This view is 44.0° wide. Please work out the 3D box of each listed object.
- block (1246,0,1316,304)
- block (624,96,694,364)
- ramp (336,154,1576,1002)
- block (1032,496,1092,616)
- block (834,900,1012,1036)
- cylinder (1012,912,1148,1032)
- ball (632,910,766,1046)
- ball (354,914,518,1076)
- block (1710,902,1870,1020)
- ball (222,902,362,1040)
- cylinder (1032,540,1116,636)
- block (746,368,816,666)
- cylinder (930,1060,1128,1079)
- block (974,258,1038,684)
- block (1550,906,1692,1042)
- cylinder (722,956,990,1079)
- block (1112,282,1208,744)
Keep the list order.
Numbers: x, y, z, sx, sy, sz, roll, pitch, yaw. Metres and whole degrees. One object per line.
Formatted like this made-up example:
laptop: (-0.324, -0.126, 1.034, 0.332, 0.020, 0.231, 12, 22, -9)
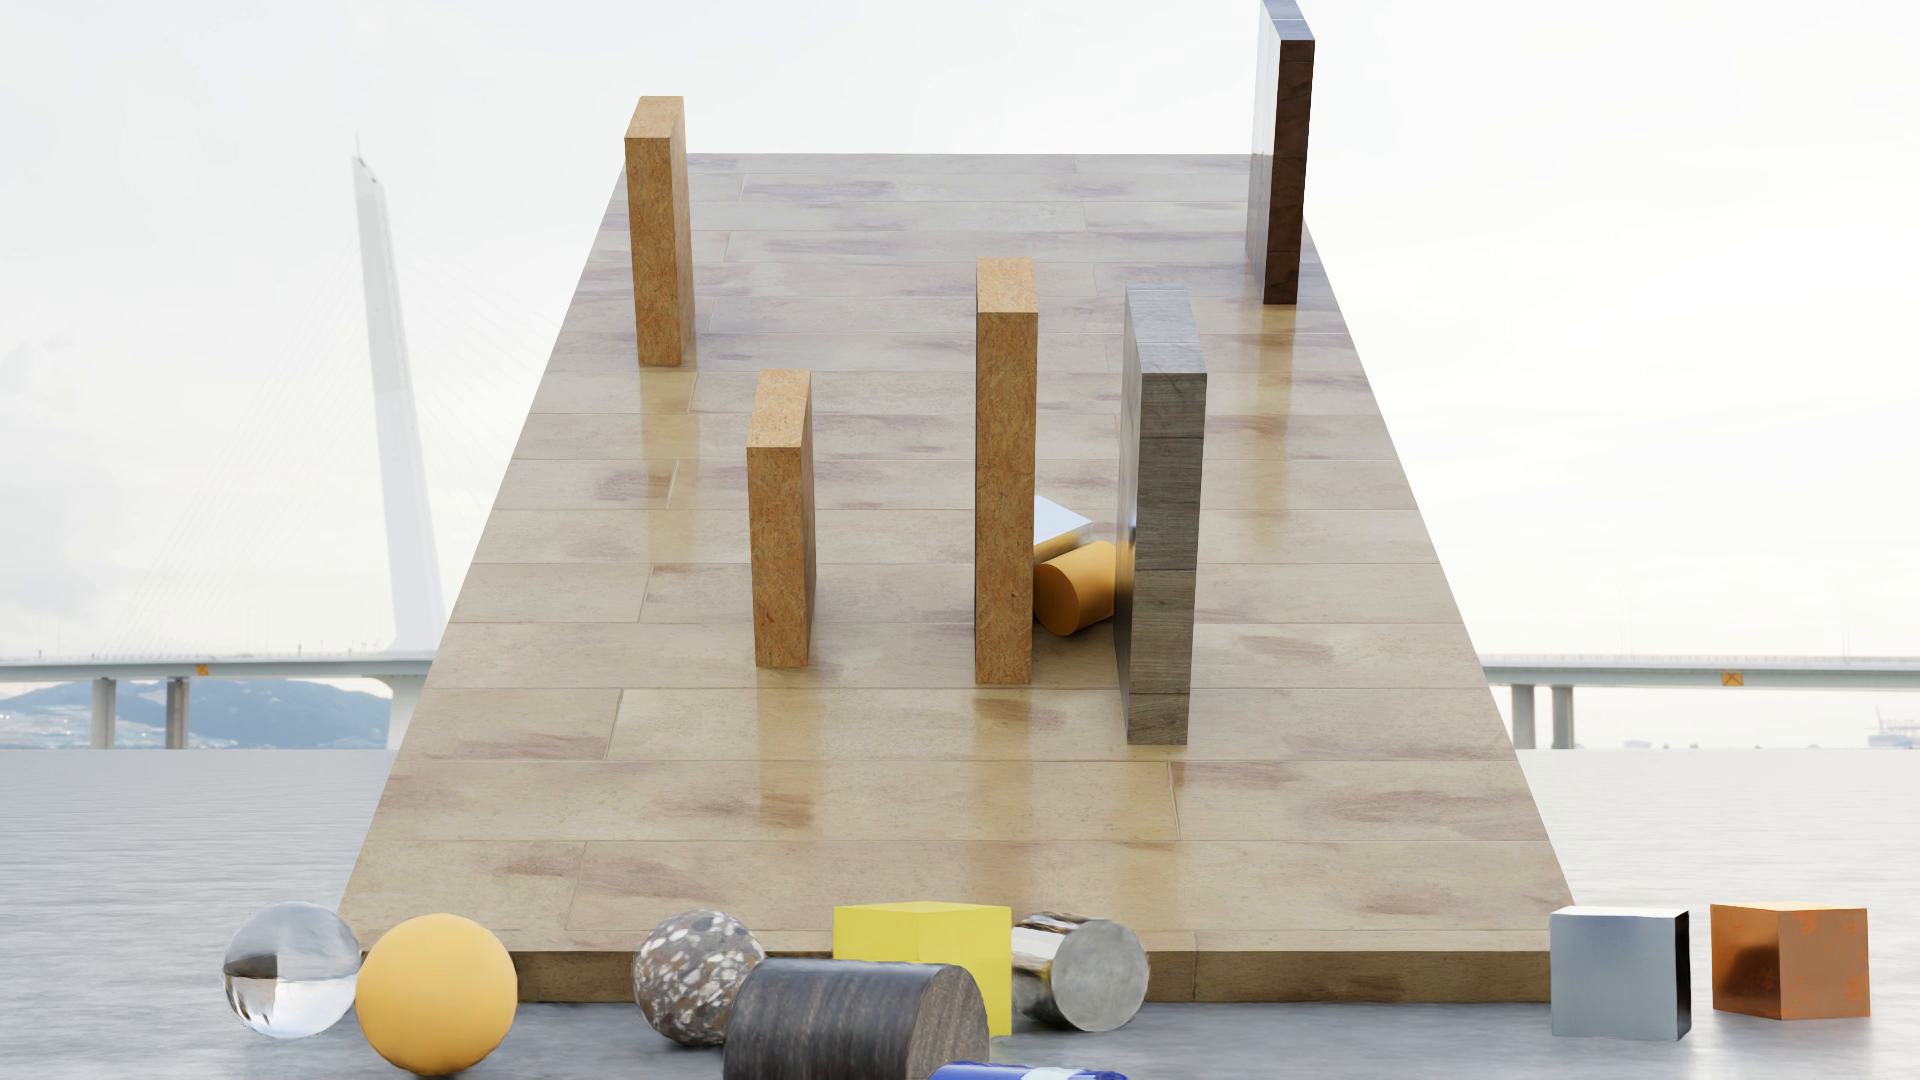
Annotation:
block: (0.833, -1.020, 6.210, 0.087, 0.699, 0.424, 0, 27, 0)
block: (-0.734, -0.762, 5.834, 0.106, 0.576, 0.336, 0, 27, 0)
ramp: (-0.011, -0.226, 5.535, 2.000, 0.100, 4.000, 0, 27, 0)
block: (0.151, 0.030, 4.758, 0.158, 0.158, 0.158, -22, 34, -36)
block: (-0.053, 0.611, 3.372, 0.179, 0.179, 0.179, 5, -7, -44)
cylinder: (0.165, 0.627, 3.458, 0.160, 0.160, 0.160, 2, -5, -26)
ball: (-0.354, 0.597, 3.239, 0.184, 0.184, 0.184, 0, -5, 0)
ball: (-0.650, 0.565, 2.955, 0.199, 0.199, 0.199, 0, -5, 0)
block: (1.269, 0.642, 3.634, 0.162, 0.162, 0.162, 2, -5, -19)
ball: (-0.931, 0.600, 3.315, 0.190, 0.190, 0.190, 0, -5, 0)
cylinder: (0.237, 0.094, 4.648, 0.148, 0.148, 0.148, -22, 9, -36)
block: (-0.340, -0.046, 4.573, 0.098, 0.461, 0.360, 0, 27, 0)
cylinder: (0.057, 0.503, 1.934, 0.146, 0.146, 0.146, -5, -7, 34)
block: (0.082, -0.124, 4.412, 0.104, 0.749, 0.271, 0, 27, 0)
block: (0.945, 0.617, 3.393, 0.171, 0.171, 0.171, -2, -5, 23)
cylinder: (-0.099, 0.513, 2.337, 0.196, 0.196, 0.196, -2, -5, 24)
block: (0.355, -0.049, 4.292, 0.108, 0.727, 0.414, 0, 27, 0)
